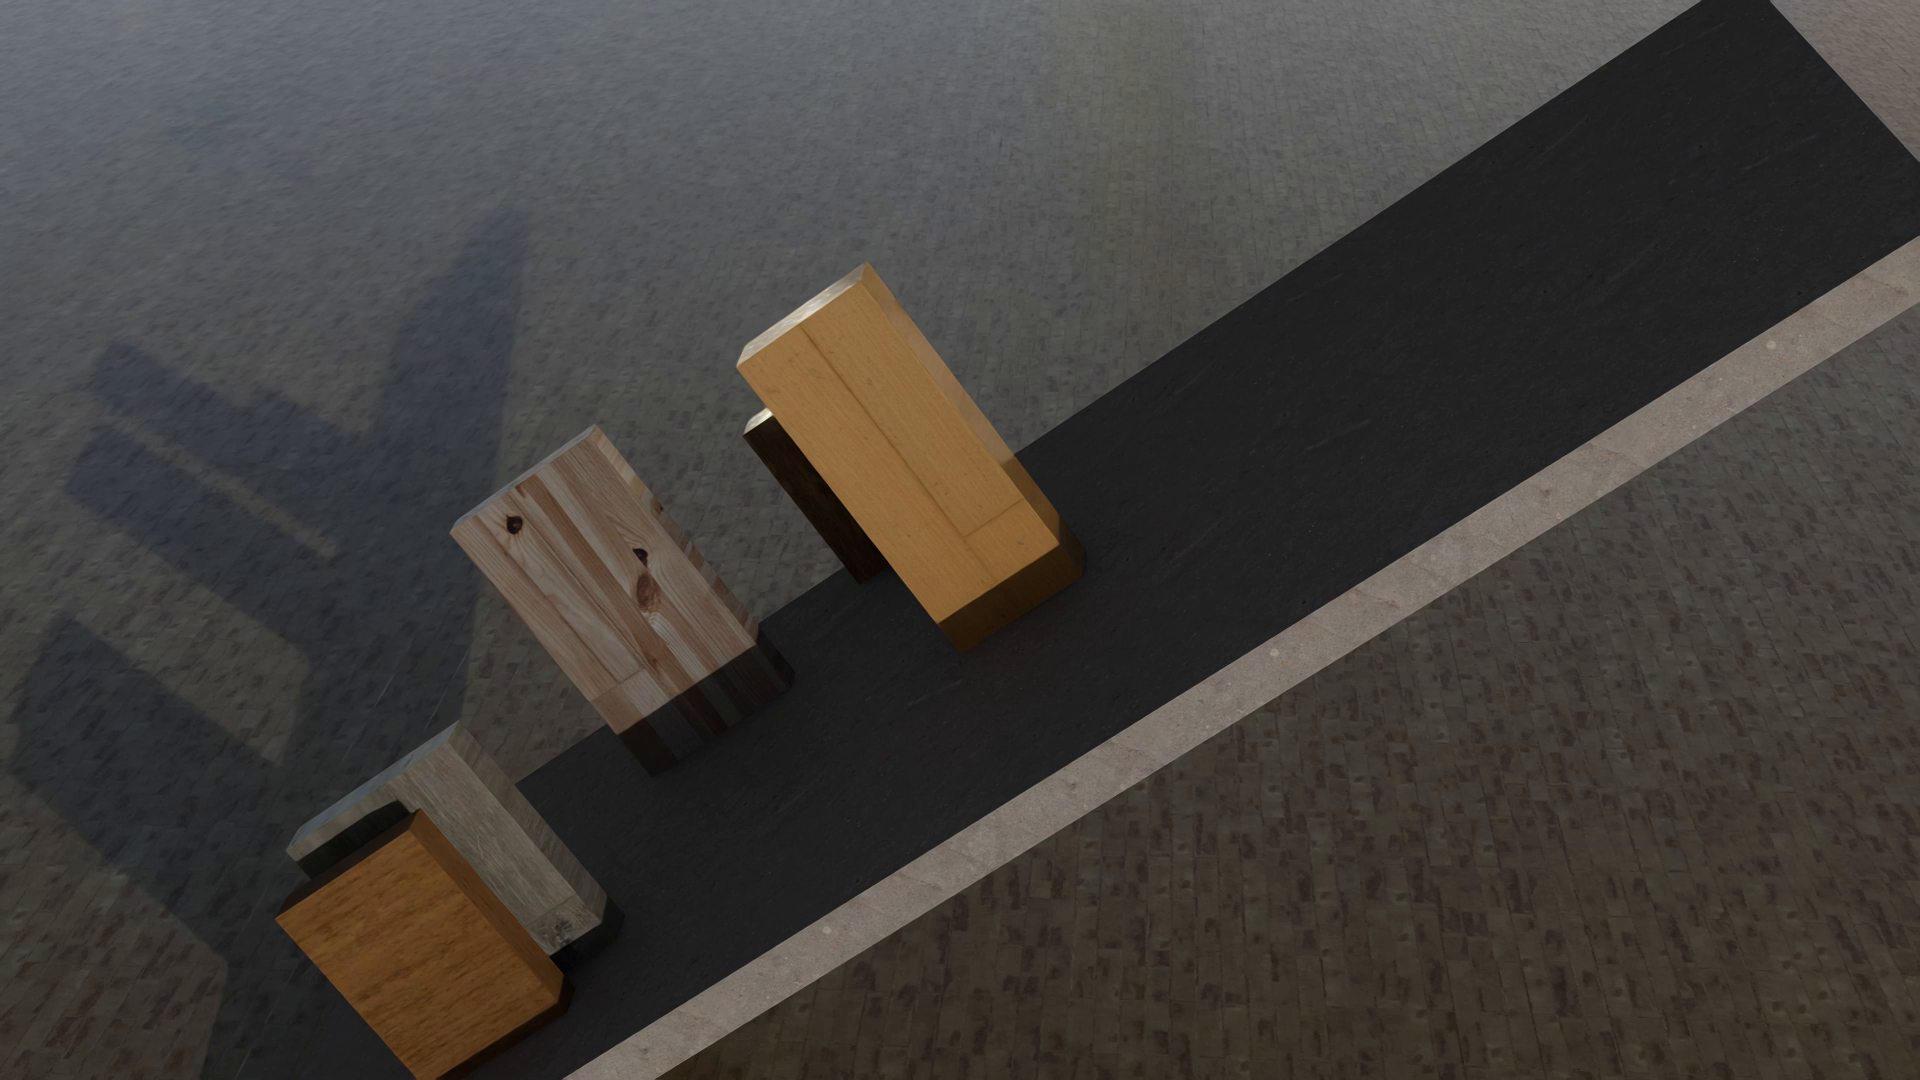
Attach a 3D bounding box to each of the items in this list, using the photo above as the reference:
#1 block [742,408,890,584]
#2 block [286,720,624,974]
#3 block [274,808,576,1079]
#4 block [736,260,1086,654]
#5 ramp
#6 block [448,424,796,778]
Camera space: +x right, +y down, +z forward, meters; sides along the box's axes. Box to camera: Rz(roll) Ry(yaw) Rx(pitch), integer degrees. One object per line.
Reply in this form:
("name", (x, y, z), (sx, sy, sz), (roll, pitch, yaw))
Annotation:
("block", (-0.279, -0.156, 7.110), (0.247, 0.469, 0.113), (-33, 16, 16))
("block", (-1.051, 0.718, 6.149), (0.443, 0.554, 0.104), (-33, 16, 16))
("block", (-1.082, 0.840, 5.968), (0.357, 0.500, 0.096), (-33, 16, 16))
("block", (-0.095, -0.167, 6.145), (0.319, 0.781, 0.145), (-33, 16, 16))
("ramp", (0.133, 0.176, 6.313), (4.000, 0.100, 2.000), (-33, 16, 16))
("block", (-0.777, 0.147, 6.809), (0.415, 0.754, 0.084), (-33, 16, 16))
